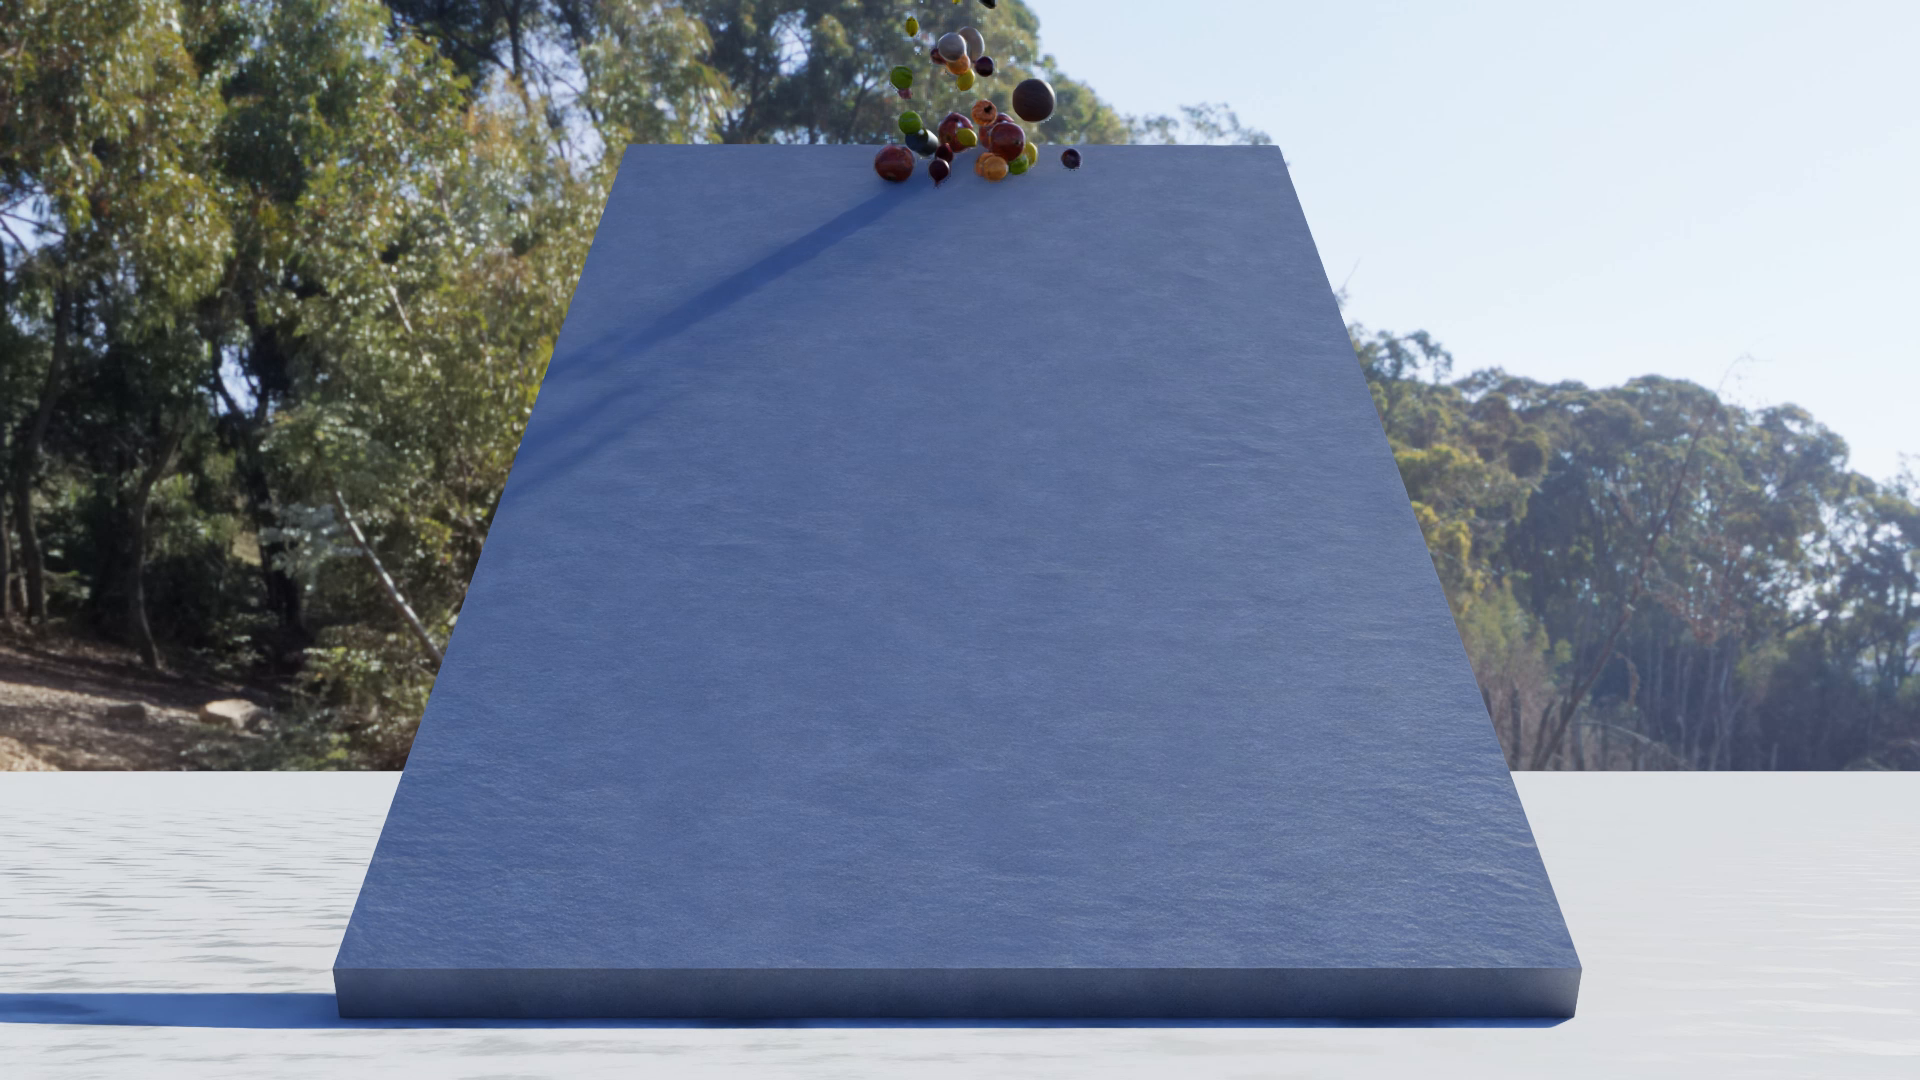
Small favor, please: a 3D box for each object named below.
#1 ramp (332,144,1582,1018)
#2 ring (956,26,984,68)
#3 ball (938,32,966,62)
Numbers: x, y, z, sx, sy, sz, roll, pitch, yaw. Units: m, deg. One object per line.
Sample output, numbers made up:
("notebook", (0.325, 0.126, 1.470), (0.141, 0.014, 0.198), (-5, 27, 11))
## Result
("ramp", (-0.012, -0.221, 5.609), (2.000, 0.100, 4.000), (0, 28, 0))
("ring", (0.025, -1.518, 7.369), (0.042, 0.126, 0.126), (-6, 0, -41))
("ball", (-0.024, -1.439, 6.983), (0.083, 0.083, 0.083), (0, -5, 0))
